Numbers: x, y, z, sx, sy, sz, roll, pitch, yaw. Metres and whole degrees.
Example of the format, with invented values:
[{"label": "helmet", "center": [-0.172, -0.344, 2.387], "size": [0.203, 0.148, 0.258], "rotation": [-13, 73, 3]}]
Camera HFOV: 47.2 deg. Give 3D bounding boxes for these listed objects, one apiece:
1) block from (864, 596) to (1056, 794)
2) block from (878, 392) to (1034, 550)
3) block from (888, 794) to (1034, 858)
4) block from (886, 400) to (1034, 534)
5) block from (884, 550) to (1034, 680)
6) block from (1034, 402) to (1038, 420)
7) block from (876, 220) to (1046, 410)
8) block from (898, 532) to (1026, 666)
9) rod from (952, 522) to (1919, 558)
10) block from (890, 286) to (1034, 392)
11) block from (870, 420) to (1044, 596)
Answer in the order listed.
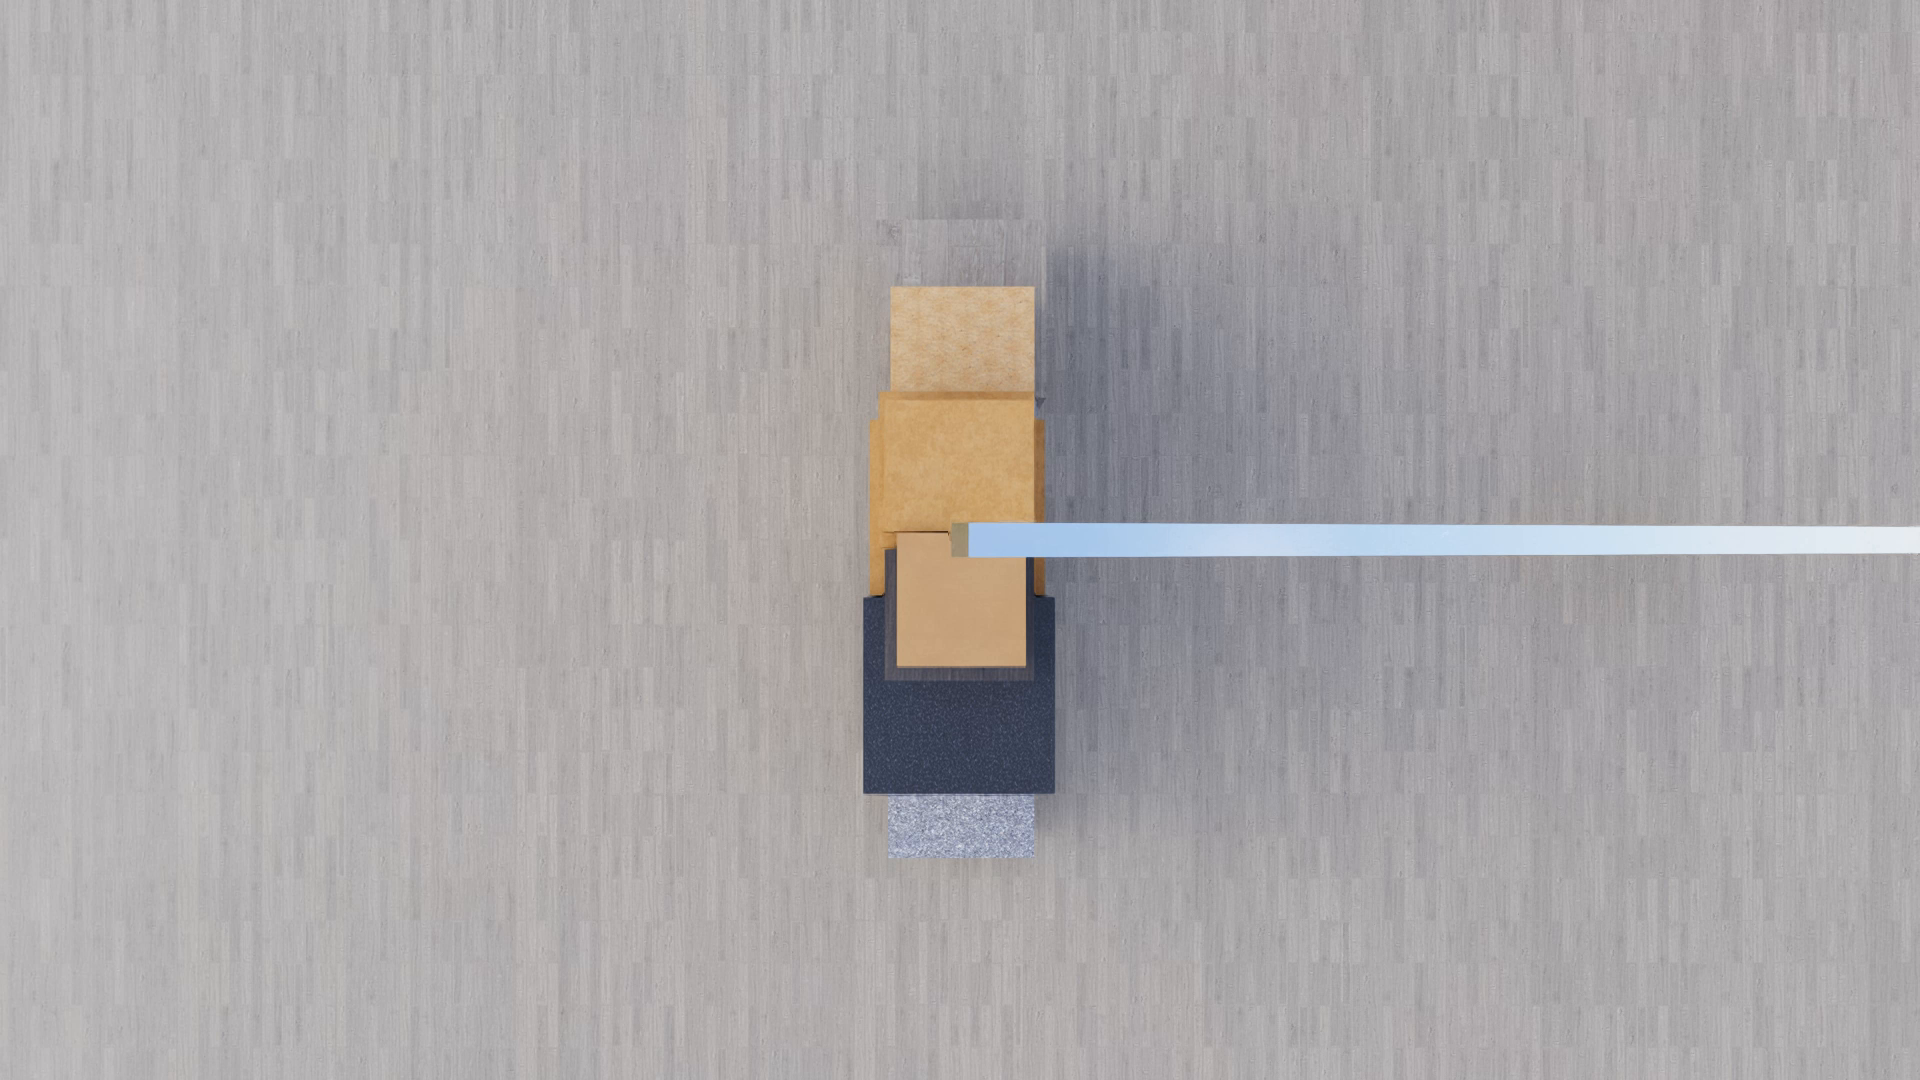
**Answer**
[{"label": "block", "center": [-0.004, 0.788, 11.521], "size": [0.960, 1.059, 0.980], "rotation": [0, 89, 0]}, {"label": "block", "center": [-0.016, -0.332, 10.834], "size": [0.742, 0.674, 0.752], "rotation": [0, 89, 0]}, {"label": "block", "center": [0.007, 1.306, 12.525], "size": [0.800, 0.951, 0.873], "rotation": [0, 90, 0]}, {"label": "block", "center": [-0.002, -0.331, 10.213], "size": [0.672, 0.567, 0.596], "rotation": [0, 89, 0]}, {"label": "block", "center": [-0.003, 0.358, 10.694], "size": [0.706, 0.610, 0.621], "rotation": [0, 89, 0]}, {"label": "block", "center": [0.012, -0.363, 12.598], "size": [0.832, 0.803, 0.803], "rotation": [0, 90, 0]}, {"label": "block", "center": [0.007, -1.258, 12.480], "size": [0.925, 1.040, 0.968], "rotation": [0, 90, 0]}, {"label": "block", "center": [0.007, 0.271, 10.129], "size": [0.577, 0.524, 0.599], "rotation": [0, 89, 0]}, {"label": "rod", "center": [2.234, 0.000, 6.445], "size": [5.200, 0.080, 0.080], "rotation": [0, 90, -31]}, {"label": "block", "center": [0.013, -0.949, 11.567], "size": [0.731, 0.786, 0.678], "rotation": [0, 90, 0]}, {"label": "block", "center": [-0.014, -0.157, 11.662], "size": [0.891, 0.985, 0.895], "rotation": [0, 89, 0]}]
